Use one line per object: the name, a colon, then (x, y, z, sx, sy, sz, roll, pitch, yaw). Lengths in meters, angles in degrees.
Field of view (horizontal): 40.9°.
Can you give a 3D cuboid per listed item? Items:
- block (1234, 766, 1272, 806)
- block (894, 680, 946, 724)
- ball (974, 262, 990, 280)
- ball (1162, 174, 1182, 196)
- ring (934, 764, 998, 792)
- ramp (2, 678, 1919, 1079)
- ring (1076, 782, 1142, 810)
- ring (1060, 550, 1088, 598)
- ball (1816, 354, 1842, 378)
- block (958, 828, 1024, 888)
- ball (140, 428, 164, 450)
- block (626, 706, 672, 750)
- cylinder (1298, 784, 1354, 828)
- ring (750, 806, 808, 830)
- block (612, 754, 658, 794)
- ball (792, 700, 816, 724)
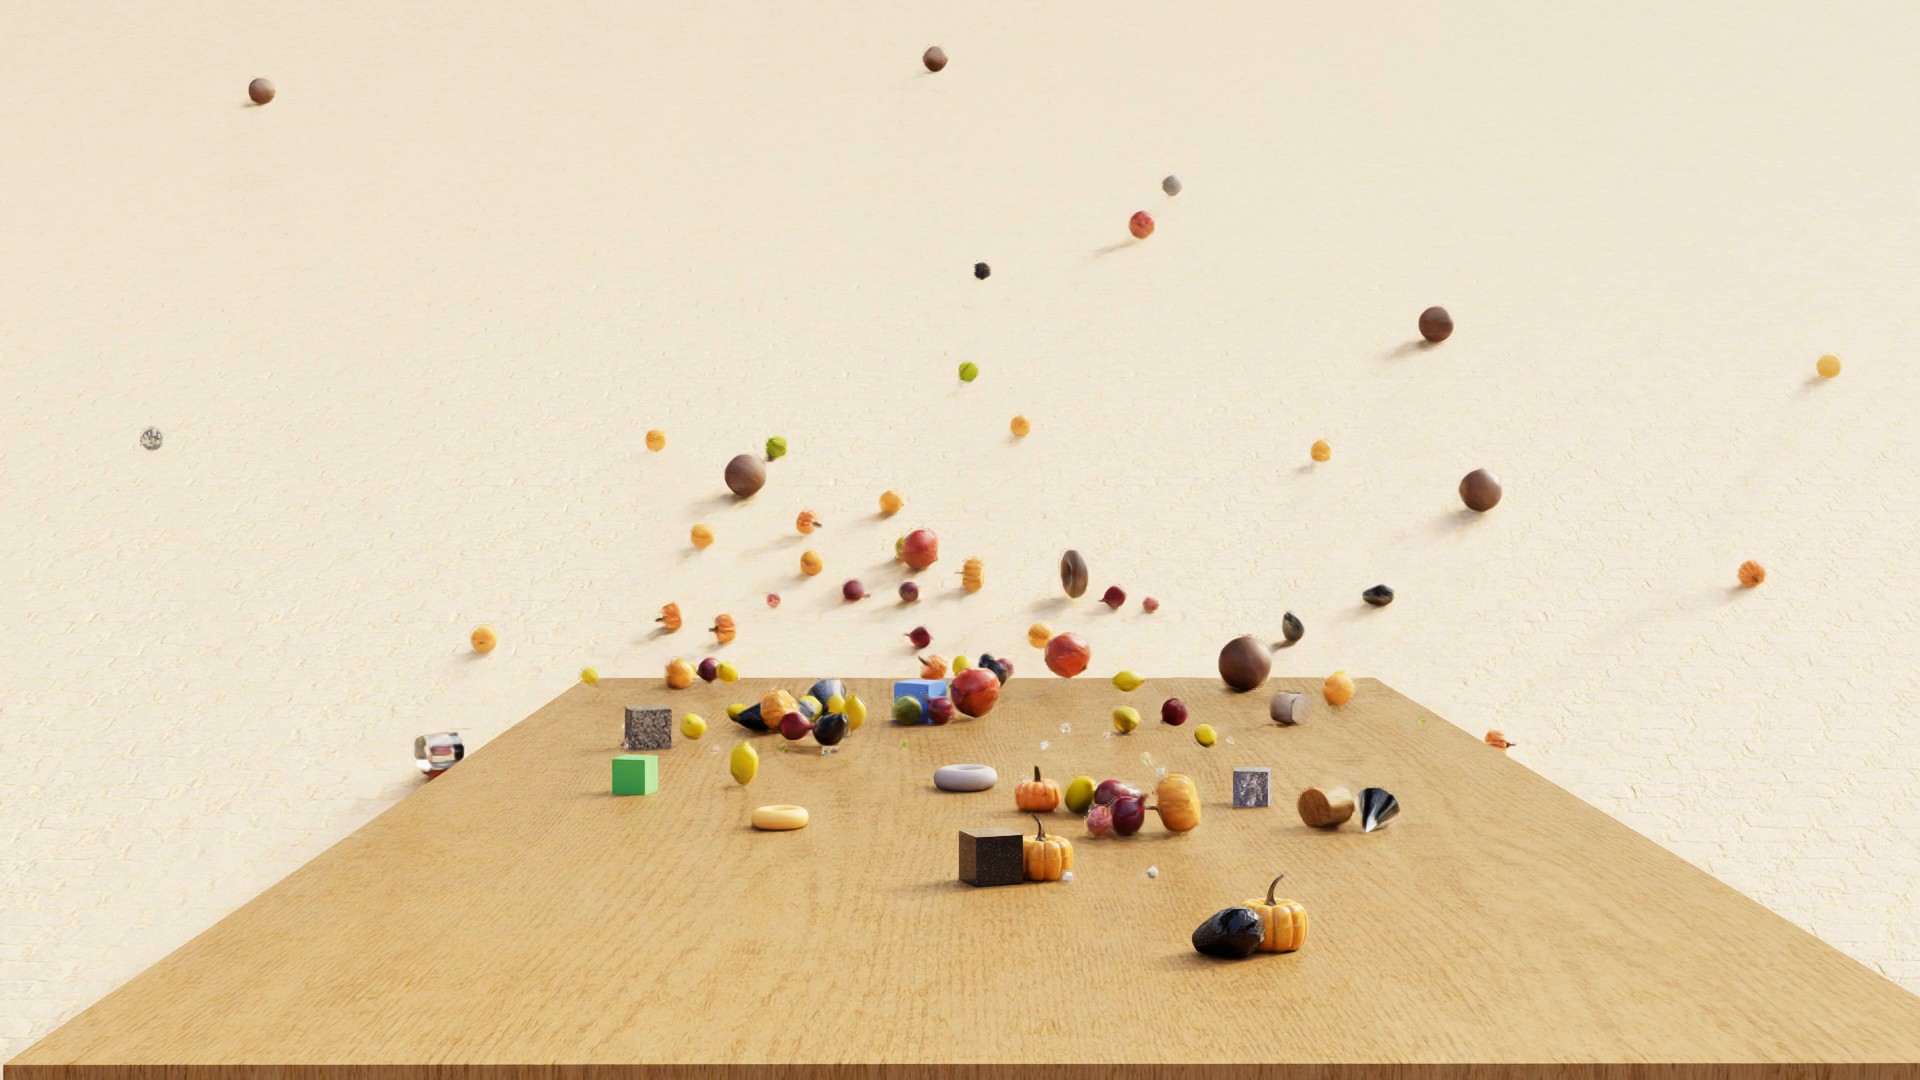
block: (0.490, 0.413, 4.311, 0.058, 0.058, 0.058, 1, 2, 13)
block: (-0.086, 0.348, 5.567, 0.084, 0.084, 0.084, 1, 3, 25)
ball: (0.085, -1.040, 9.937, 0.068, 0.068, 0.068, 0, 23, 0)
ball: (0.910, -1.522, 11.034, 0.090, 0.090, 0.090, 0, 23, 0)
ring: (0.010, 0.416, 4.502, 0.112, 0.037, 0.112, -1, 3, 0)
ramp: (0.053, 0.483, 4.539, 2.000, 0.100, 4.000, 0, 2, 0)
ring: (0.247, 0.426, 4.272, 0.111, 0.037, 0.111, -1, 1, 0)
ring: (0.319, 0.094, 7.175, 0.046, 0.137, 0.137, -4, 23, -18)
ball: (3.002, -0.602, 8.888, 0.086, 0.086, 0.086, 0, 23, 0)
block: (0.042, 0.439, 3.564, 0.069, 0.069, 0.069, -1, 3, -20)
ball: (-2.591, -0.321, 8.252, 0.070, 0.070, 0.070, 0, 23, 0)
block: (-0.617, 0.371, 5.090, 0.079, 0.079, 0.079, -1, 3, -17)
cylinder: (0.578, 0.421, 4.067, 0.062, 0.062, 0.062, -2, 18, -45)
ring: (-0.285, 0.438, 4.062, 0.092, 0.031, 0.092, -1, 3, 0)
block: (-0.563, 0.406, 4.457, 0.061, 0.061, 0.061, 1, 2, 14)
ball: (-0.334, 0.367, 5.510, 0.050, 0.050, 0.050, 0, 23, 0)
